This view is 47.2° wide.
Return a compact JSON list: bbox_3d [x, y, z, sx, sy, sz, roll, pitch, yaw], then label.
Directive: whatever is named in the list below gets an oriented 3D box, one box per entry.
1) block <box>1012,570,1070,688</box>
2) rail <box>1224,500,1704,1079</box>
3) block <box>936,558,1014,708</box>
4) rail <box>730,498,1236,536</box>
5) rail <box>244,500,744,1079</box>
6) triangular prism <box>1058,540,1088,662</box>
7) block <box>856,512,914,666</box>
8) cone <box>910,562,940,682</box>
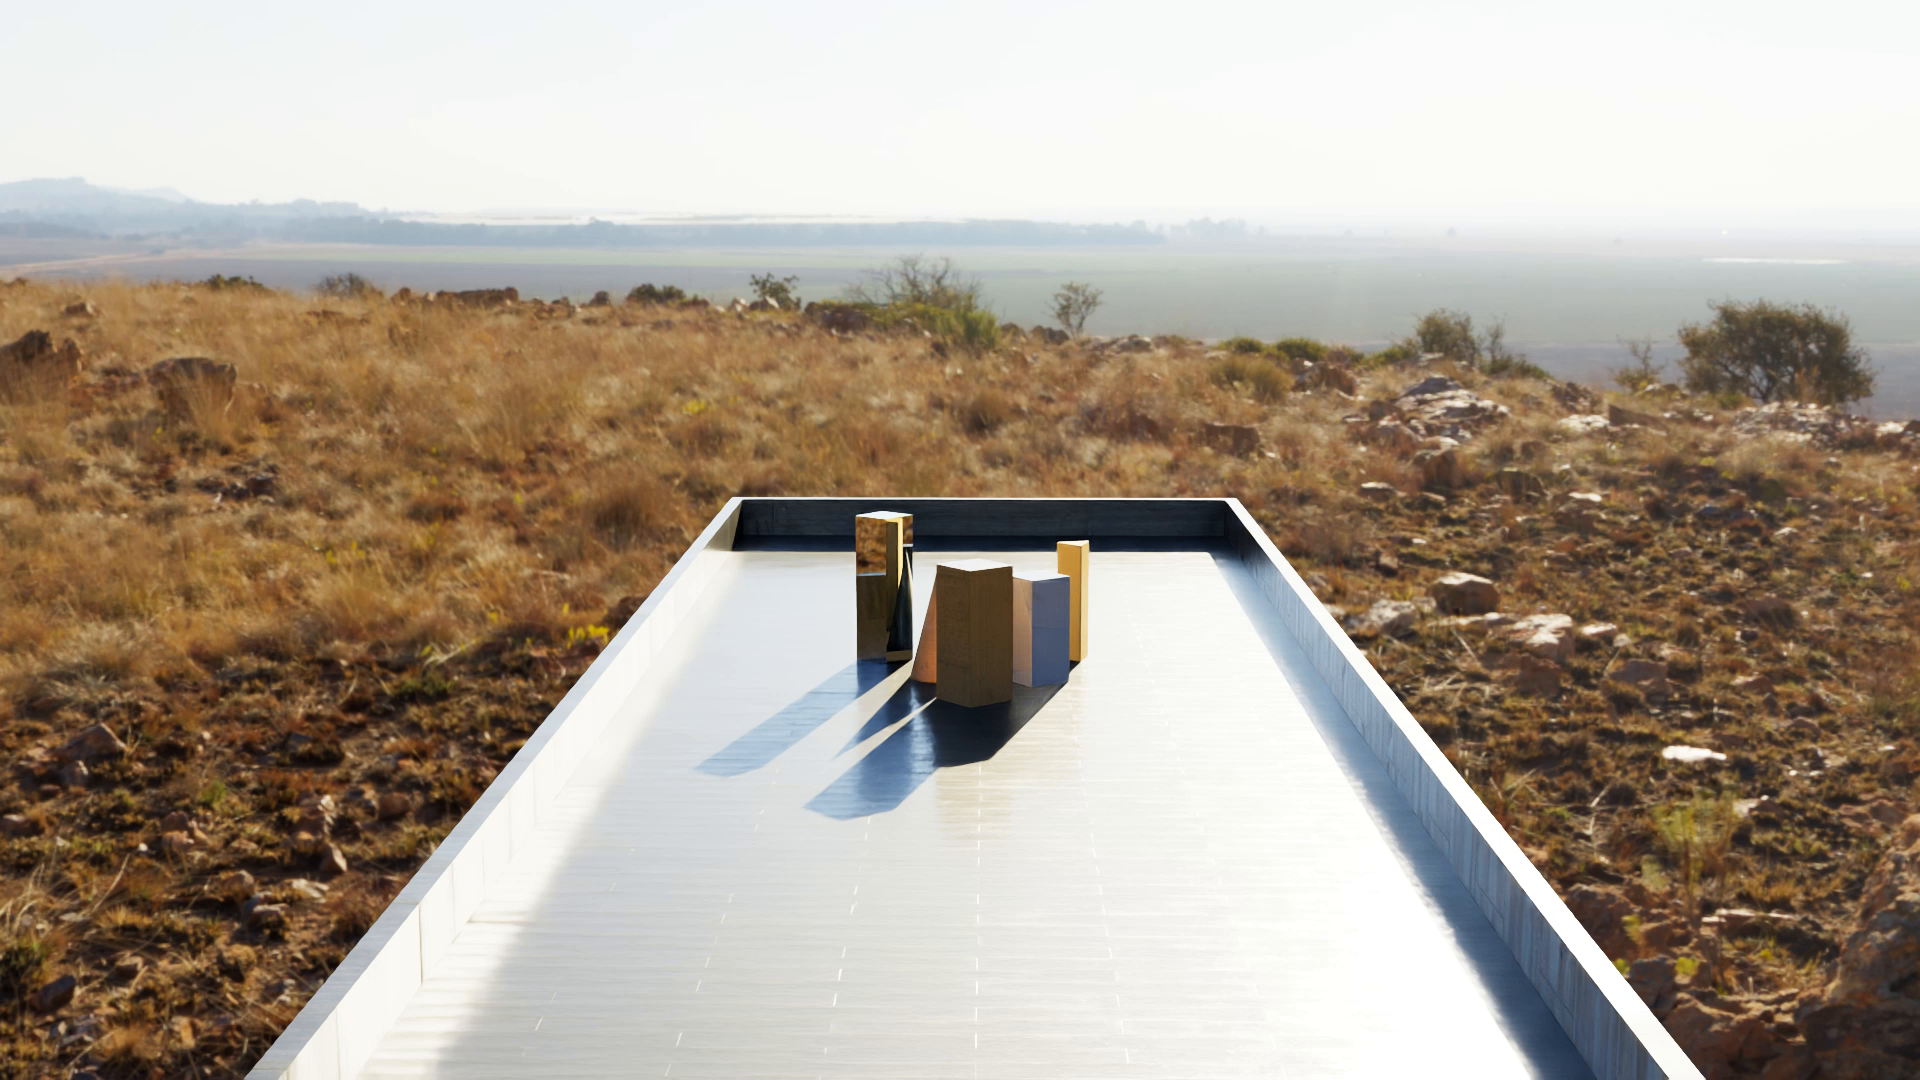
[{"bbox_3d":[0.223,0.256,6.400,0.137,0.311,0.137,-6,11,-35],"label":"block"},{"bbox_3d":[1.046,0.843,3.208,0.050,0.150,12.000,0,9,1],"label":"rail"},{"bbox_3d":[0.041,0.258,6.155,0.152,0.384,0.152,-7,11,-38],"label":"block"},{"bbox_3d":[0.099,-0.098,9.147,2.100,0.150,0.050,0,9,1],"label":"rail"},{"bbox_3d":[-1.004,0.839,3.234,0.050,0.150,12.000,0,9,1],"label":"rail"},{"bbox_3d":[0.361,0.183,6.715,0.085,0.356,0.098,-8,12,-43],"label":"triangular prism"},{"bbox_3d":[-0.229,0.145,6.675,0.122,0.445,0.122,7,12,39],"label":"block"},{"bbox_3d":[-0.061,0.233,6.446,0.172,0.341,0.172,0,9,0],"label":"cone"}]
